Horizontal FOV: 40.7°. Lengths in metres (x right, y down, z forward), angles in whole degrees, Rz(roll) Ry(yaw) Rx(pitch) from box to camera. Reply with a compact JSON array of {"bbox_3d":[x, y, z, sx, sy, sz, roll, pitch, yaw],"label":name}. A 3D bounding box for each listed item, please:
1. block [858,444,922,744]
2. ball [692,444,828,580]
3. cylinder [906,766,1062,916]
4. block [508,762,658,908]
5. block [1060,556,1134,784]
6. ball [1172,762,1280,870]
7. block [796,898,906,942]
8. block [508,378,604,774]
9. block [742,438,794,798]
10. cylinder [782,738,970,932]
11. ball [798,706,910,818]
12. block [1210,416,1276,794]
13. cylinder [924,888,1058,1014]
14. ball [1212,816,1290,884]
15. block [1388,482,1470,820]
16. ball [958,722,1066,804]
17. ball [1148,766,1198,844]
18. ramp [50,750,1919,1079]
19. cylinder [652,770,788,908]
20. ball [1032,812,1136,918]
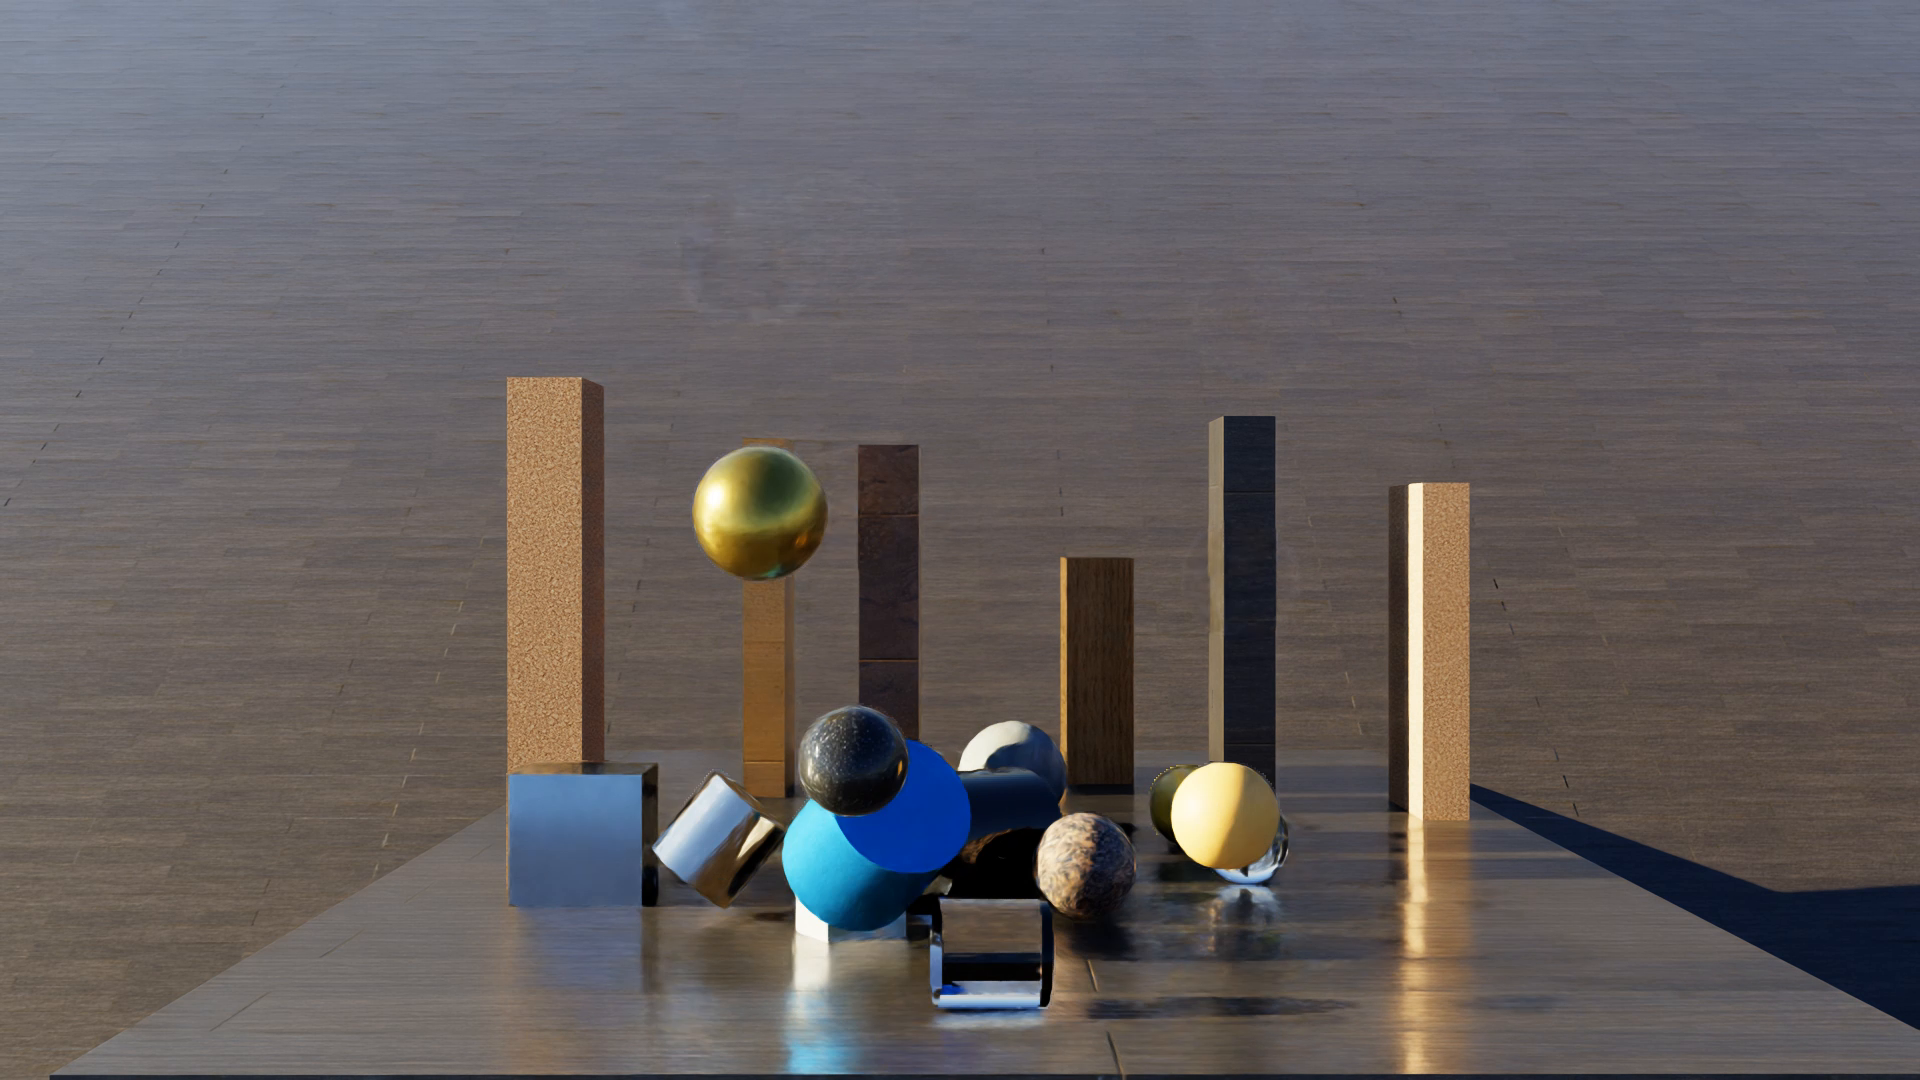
[{"bbox_3d":[-0.122,0.190,4.588,0.102,0.707,0.316,0,0,0],"label":"block"},{"bbox_3d":[-0.240,-0.033,3.107,0.163,0.163,0.163,0,30,0],"label":"ball"},{"bbox_3d":[0.011,0.443,3.826,0.204,0.204,0.204,0,24,-39],"label":"cylinder"},{"bbox_3d":[-0.570,0.446,3.937,0.197,0.197,0.197,0,0,0],"label":"block"},{"bbox_3d":[0.312,0.291,5.940,0.147,0.501,0.393,0,0,0],"label":"block"},{"bbox_3d":[0.322,0.335,3.142,0.131,0.131,0.131,0,30,0],"label":"ball"},{"bbox_3d":[-0.152,0.487,3.580,0.116,0.116,0.116,0,0,-25],"label":"block"},{"bbox_3d":[-0.648,0.145,4.163,0.116,0.799,0.255,0,0,0],"label":"block"},{"bbox_3d":[-0.413,0.164,5.599,0.088,0.756,0.308,0,0,0],"label":"block"},{"bbox_3d":[-0.112,0.391,3.434,0.195,0.195,0.195,12,56,-18],"label":"cylinder"},{"bbox_3d":[-0.123,0.255,2.980,0.129,0.129,0.129,0,30,0],"label":"ball"},{"bbox_3d":[0.575,0.148,5.284,0.103,0.789,0.297,0,0,0],"label":"block"},{"bbox_3d":[0.036,0.480,3.005,0.127,0.127,0.127,13,29,-6],"label":"cylinder"},{"bbox_3d":[0.452,0.476,4.091,0.137,0.137,0.137,0,30,0],"label":"ball"},{"bbox_3d":[0.940,0.216,5.204,0.090,0.653,0.395,0,0,0],"label":"block"},{"bbox_3d":[0.098,0.441,4.845,0.203,0.203,0.203,0,30,0],"label":"ball"},{"bbox_3d":[0.406,0.474,4.610,0.140,0.140,0.140,0,30,0],"label":"ball"},{"bbox_3d":[0.066,0.594,4.648,2.000,0.100,4.000,0,0,0],"label":"ramp"},{"bbox_3d":[-0.346,0.432,3.737,0.141,0.141,0.141,-50,43,-2],"label":"cylinder"},{"bbox_3d":[0.179,0.469,3.727,0.152,0.152,0.152,0,30,0],"label":"ball"}]
